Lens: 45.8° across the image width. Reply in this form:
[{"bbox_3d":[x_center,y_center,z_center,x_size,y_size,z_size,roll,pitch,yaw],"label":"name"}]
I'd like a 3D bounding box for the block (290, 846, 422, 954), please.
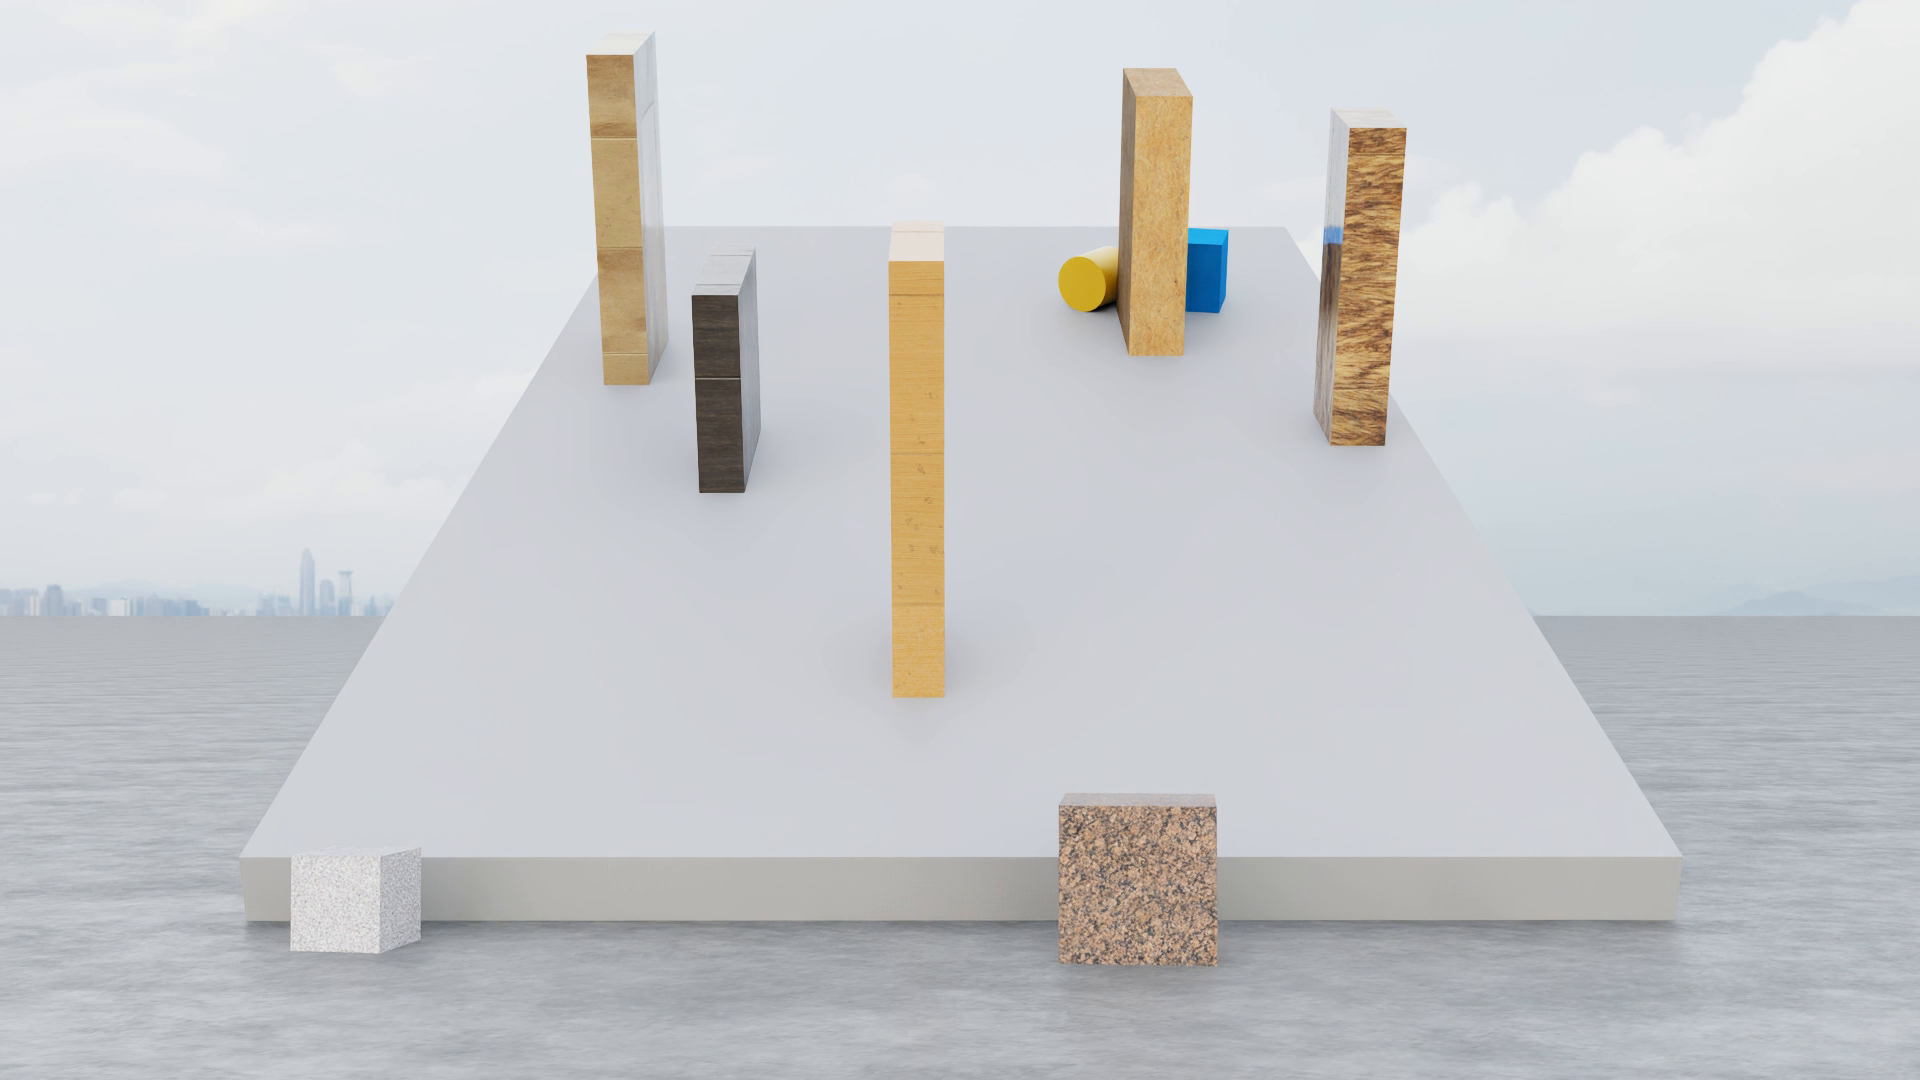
[{"bbox_3d":[-0.783,0.465,2.951,0.122,0.122,0.122,0,-2,11],"label":"block"}]

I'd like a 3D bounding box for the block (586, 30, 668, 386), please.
[{"bbox_3d":[-0.778,-0.788,5.353,0.105,0.762,0.399,0,20,0],"label":"block"}]

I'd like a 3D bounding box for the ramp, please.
[{"bbox_3d":[-0.005,-0.210,5.038,2.000,0.100,4.000,0,20,0],"label":"ramp"}]

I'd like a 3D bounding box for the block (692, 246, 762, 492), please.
[{"bbox_3d":[-0.481,-0.361,4.711,0.091,0.410,0.427,0,20,0],"label":"block"}]

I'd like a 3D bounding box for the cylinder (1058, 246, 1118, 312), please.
[{"bbox_3d":[0.359,-0.687,5.975,0.146,0.146,0.146,-1,16,37],"label":"cylinder"}]

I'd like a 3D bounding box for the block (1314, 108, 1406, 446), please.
[{"bbox_3d":[0.853,-0.565,4.874,0.117,0.682,0.247,0,20,0],"label":"block"}]

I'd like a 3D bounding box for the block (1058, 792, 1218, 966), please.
[{"bbox_3d":[0.227,0.427,2.884,0.194,0.194,0.194,0,-2,5],"label":"block"}]

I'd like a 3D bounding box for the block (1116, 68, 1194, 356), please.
[{"bbox_3d":[0.478,-0.820,5.637,0.133,0.629,0.436,0,20,0],"label":"block"}]

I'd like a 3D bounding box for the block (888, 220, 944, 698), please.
[{"bbox_3d":[-0.067,-0.131,3.654,0.083,0.715,0.280,0,20,0],"label":"block"}]

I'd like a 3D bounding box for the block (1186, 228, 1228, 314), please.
[{"bbox_3d":[0.606,-0.714,5.994,0.181,0.181,0.181,4,21,11],"label":"block"}]
